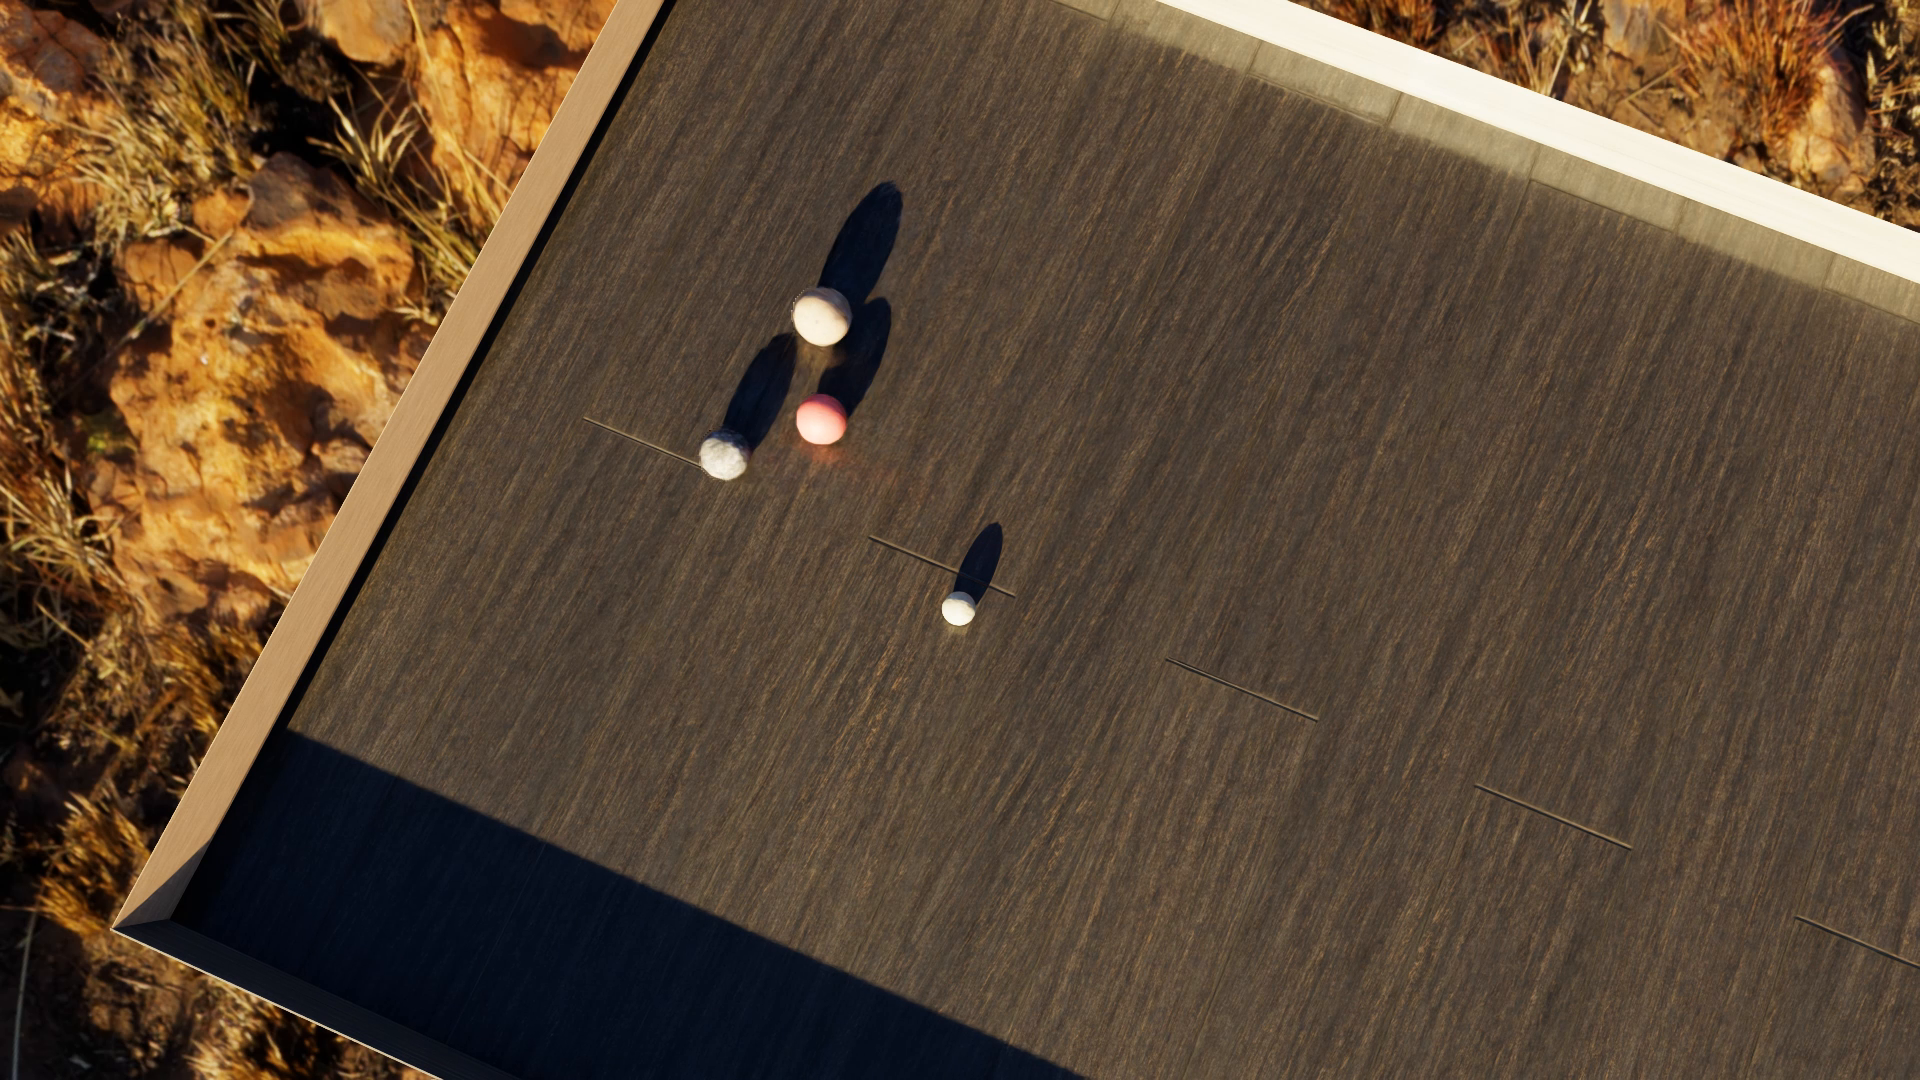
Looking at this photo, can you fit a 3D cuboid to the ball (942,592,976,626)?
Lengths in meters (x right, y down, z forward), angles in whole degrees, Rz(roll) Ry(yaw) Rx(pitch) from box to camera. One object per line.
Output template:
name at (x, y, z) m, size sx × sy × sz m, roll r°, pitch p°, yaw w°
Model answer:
ball at (-0.002, 0.105, 3.377) m, size 0.053 × 0.053 × 0.053 m, roll 0°, pitch 72°, yaw 0°

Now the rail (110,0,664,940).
rail at (-0.778, -0.326, 3.480) m, size 0.045 × 0.121 × 2.080 m, roll 22°, pitch 73°, yaw 7°

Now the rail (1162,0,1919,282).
rail at (1.201, -0.569, 3.560) m, size 3.482 × 0.121 × 0.045 m, roll 22°, pitch 73°, yaw 7°

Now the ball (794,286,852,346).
ball at (-0.218, -0.357, 3.506) m, size 0.093 × 0.093 × 0.093 m, roll 0°, pitch 72°, yaw 0°

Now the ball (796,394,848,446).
ball at (-0.217, -0.189, 3.458) m, size 0.081 × 0.081 × 0.081 m, roll 0°, pitch 72°, yaw 0°

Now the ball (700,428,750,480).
ball at (-0.367, -0.134, 3.441) m, size 0.079 × 0.079 × 0.079 m, roll 0°, pitch 72°, yaw 0°

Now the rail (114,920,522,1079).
rail at (0.399, 1.206, 2.980) m, size 3.482 × 0.121 × 0.045 m, roll 22°, pitch 73°, yaw 7°
